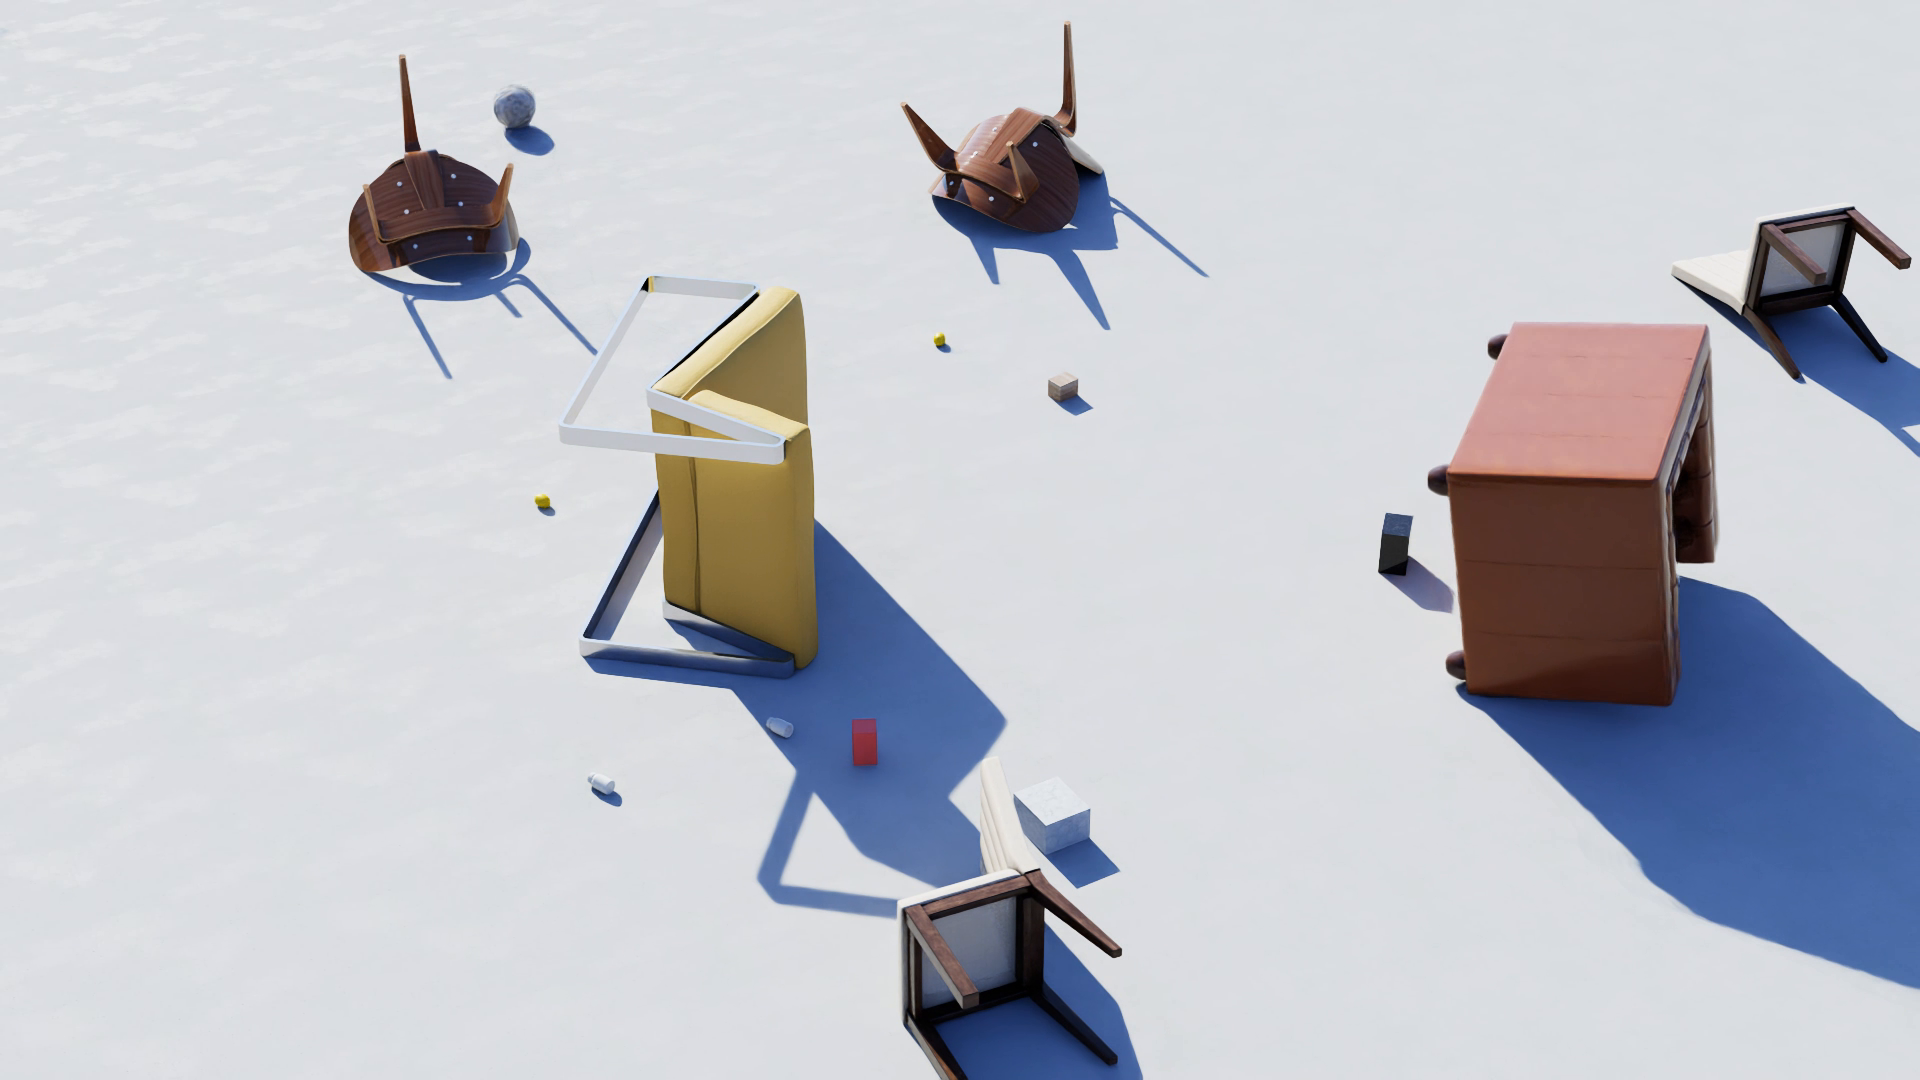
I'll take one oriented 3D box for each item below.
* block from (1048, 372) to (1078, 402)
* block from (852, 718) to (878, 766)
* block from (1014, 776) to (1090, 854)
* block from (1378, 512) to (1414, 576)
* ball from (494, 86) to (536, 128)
[{"bbox_3d":[0.415,-0.615,11.809,0.097,0.076,0.074,-25,41,-33],"label":"block"},{"bbox_3d":[-0.319,0.675,9.798,0.079,0.134,0.077,-2,33,-3],"label":"block"},{"bbox_3d":[0.296,0.891,9.483,0.170,0.121,0.195,-19,38,-26],"label":"block"},{"bbox_3d":[1.599,0.015,10.765,0.102,0.172,0.144,7,34,11],"label":"block"},{"bbox_3d":[-2.108,-2.048,13.870,0.200,0.200,0.200,0,33,0],"label":"ball"}]
